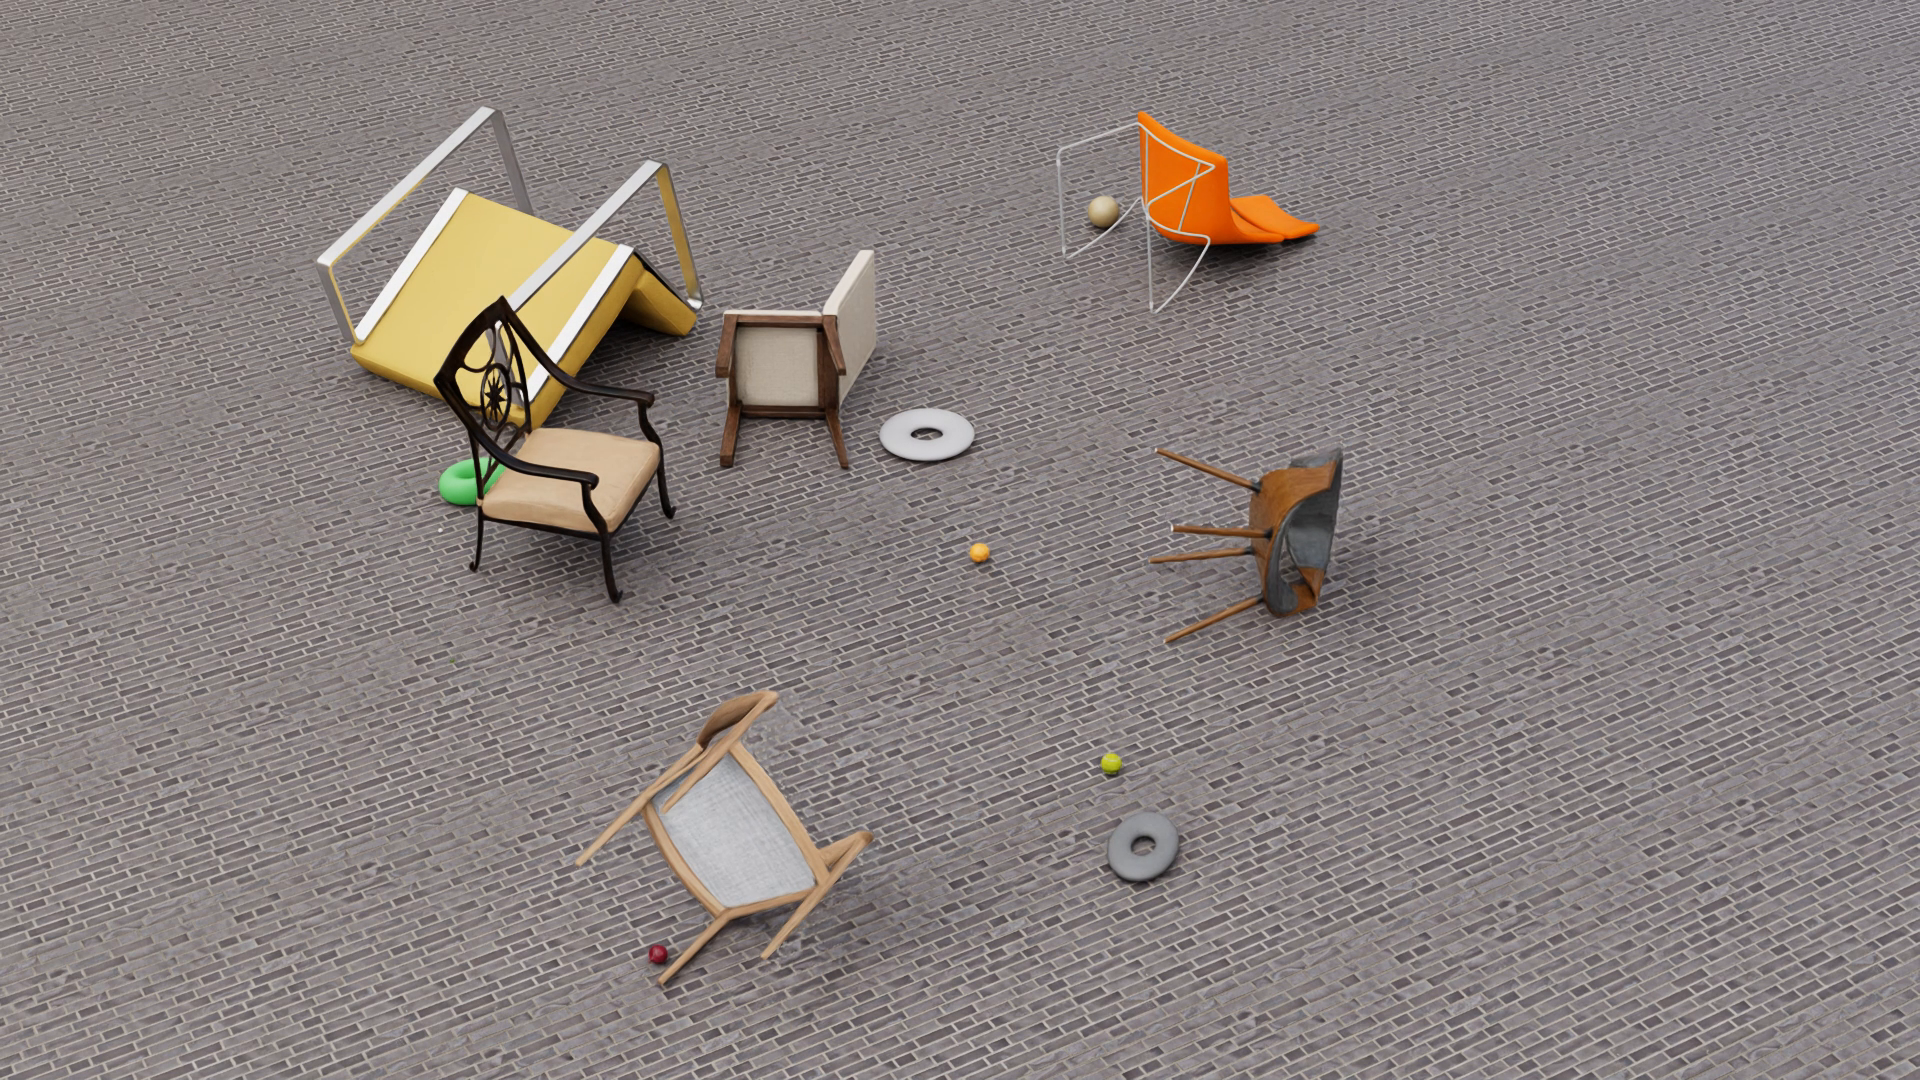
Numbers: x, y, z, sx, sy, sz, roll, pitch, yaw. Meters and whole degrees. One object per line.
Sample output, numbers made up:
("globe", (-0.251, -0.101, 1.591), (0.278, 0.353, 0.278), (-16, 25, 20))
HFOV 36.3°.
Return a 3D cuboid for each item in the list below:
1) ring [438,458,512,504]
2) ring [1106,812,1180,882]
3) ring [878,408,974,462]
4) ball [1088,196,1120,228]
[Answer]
("ring", (-1.849, -0.223, 11.186), (0.282, 0.109, 0.220), (-15, 35, -20))
("ring", (0.588, 0.982, 9.406), (0.226, 0.054, 0.346), (8, 34, 13))
("ring", (-0.130, -0.415, 11.522), (0.378, 0.059, 0.373), (-18, 37, -26))
("ball", (0.639, -1.458, 13.029), (0.143, 0.143, 0.143), (0, 33, 0))
